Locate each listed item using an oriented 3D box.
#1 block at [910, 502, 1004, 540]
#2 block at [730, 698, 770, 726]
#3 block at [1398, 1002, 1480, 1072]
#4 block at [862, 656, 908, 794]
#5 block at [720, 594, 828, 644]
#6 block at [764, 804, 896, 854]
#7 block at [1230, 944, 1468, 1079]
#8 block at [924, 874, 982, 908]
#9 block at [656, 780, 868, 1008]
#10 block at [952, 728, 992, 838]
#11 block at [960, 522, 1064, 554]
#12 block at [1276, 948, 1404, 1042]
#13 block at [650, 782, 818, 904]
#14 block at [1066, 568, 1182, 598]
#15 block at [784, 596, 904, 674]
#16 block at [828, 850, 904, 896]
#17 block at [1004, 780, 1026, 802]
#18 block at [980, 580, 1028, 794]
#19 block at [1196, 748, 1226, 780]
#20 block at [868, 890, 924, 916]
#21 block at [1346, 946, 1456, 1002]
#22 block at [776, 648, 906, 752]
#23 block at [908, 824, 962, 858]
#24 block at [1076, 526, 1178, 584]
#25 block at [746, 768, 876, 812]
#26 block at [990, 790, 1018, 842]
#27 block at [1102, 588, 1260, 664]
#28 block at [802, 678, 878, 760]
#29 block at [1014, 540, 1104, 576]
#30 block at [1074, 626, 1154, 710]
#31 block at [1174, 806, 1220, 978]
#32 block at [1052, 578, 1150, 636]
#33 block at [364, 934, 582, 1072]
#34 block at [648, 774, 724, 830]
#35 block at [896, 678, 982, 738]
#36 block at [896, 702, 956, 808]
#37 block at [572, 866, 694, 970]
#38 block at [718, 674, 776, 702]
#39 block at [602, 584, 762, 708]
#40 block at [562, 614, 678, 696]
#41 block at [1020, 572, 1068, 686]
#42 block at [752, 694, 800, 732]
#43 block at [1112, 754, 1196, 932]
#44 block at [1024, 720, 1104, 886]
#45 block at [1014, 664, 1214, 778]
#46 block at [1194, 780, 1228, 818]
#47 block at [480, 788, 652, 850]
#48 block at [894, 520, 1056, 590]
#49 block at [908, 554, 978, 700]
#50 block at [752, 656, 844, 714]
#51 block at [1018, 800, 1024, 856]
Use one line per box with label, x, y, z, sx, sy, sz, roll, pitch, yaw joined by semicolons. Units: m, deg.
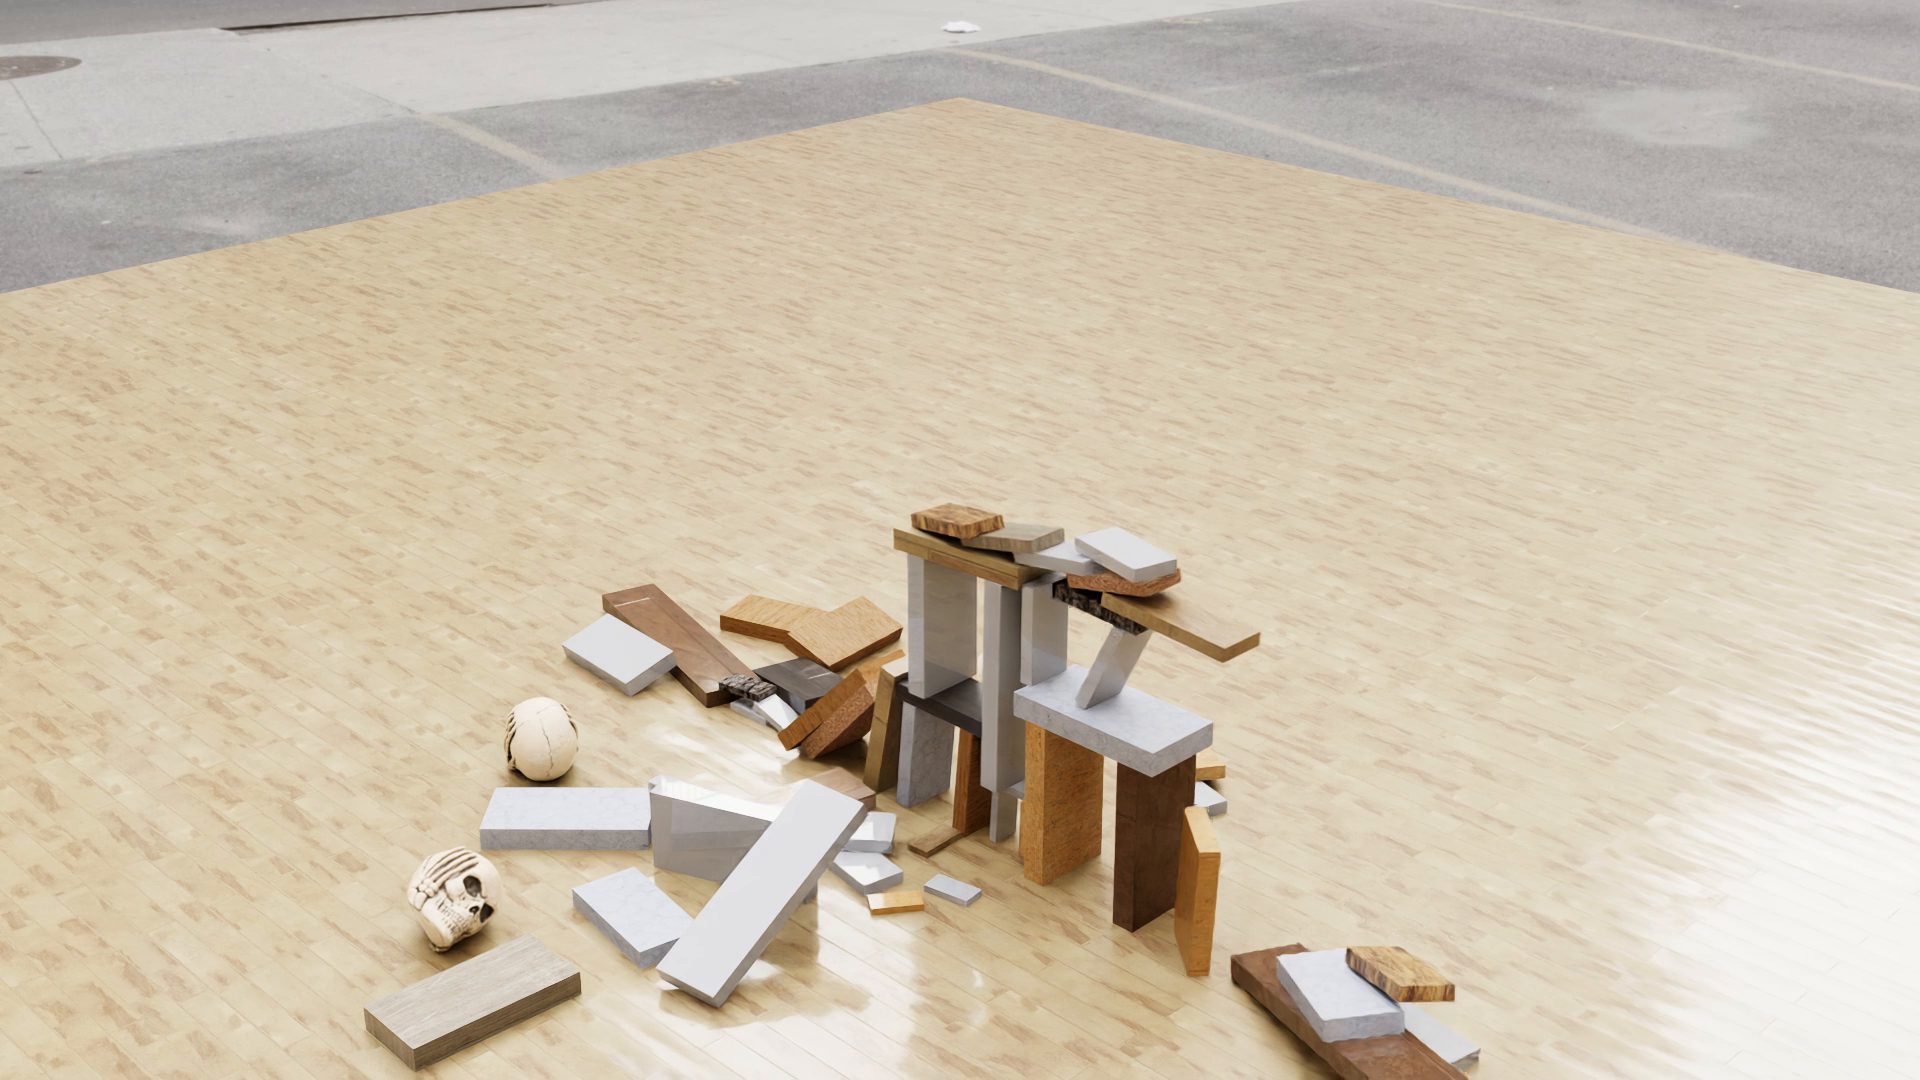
block;-0.006;-0.037;4.168;0.090;0.025;0.180;-17;17;-32
block;-0.445;0.376;4.854;0.119;0.017;0.059;21;31;40
block;0.773;0.844;3.735;0.099;0.028;0.198;-15;27;-32
block;-0.112;0.368;4.509;0.149;0.298;0.042;-21;42;-40
block;-0.422;0.197;5.247;0.271;0.038;0.135;11;26;25
block;-0.273;0.565;4.308;0.288;0.028;0.099;4;26;3
block;0.644;0.811;3.632;0.136;0.039;0.659;-7;12;-16
block;-0.014;0.665;4.175;0.100;0.014;0.050;15;27;32
block;-0.353;0.632;3.971;0.132;0.037;0.462;20;54;29
block;0.046;0.461;4.363;0.034;0.241;0.121;26;34;37
block;0.097;-0.006;4.096;0.180;0.026;0.090;6;20;43
block;0.635;0.760;3.689;0.136;0.039;0.272;-5;12;-7
block;-0.432;0.576;4.191;0.334;0.165;0.047;10;25;22
block;0.293;0.067;3.932;0.092;0.026;0.192;-21;18;-39
block;-0.270;0.224;5.128;0.134;0.038;0.267;36;38;23
block;-0.197;0.626;4.252;0.090;0.025;0.180;-16;28;-32
block;0.123;0.481;4.297;0.060;0.017;0.120;-21;31;-40
block;0.112;0.261;4.226;0.152;0.443;0.043;-21;32;-40
block;0.479;0.457;4.612;0.099;0.028;0.198;-4;15;-10
block;-0.121;0.682;4.135;0.100;0.014;0.050;-4;23;-9
block;0.732;0.723;3.668;0.099;0.028;0.198;2;8;-17
block;-0.244;0.339;4.636;0.149;0.298;0.042;-21;75;-51
block;-0.049;0.594;4.343;0.050;0.014;0.105;19;29;37
block;0.295;0.025;3.918;0.092;0.026;0.184;-14;25;-28
block;-0.318;0.539;4.441;0.267;0.038;0.134;-16;28;-32
block;0.088;0.533;4.349;0.017;0.120;0.060;25;33;37
block;0.386;0.138;3.861;0.099;0.028;0.280;-21;34;-40
block;-0.201;0.359;4.602;0.149;0.298;0.042;-21;74;-40
block;0.194;0.029;4.021;0.092;0.026;0.185;-19;19;-38
block;0.286;0.218;4.009;0.100;0.200;0.028;-21;57;-41
block;0.421;0.627;3.919;0.039;0.272;0.136;-2;28;-6
block;0.275;0.110;3.976;0.200;0.028;0.100;24;33;38
block;-0.843;0.799;3.818;0.330;0.047;0.165;-20;30;-39
block;-0.490;0.555;4.283;0.264;0.132;0.037;14;27;29
block;0.000;0.316;4.349;0.121;0.034;0.241;-21;31;-40
block;-0.067;0.417;4.466;0.121;0.241;0.034;-21;37;-41
block;-0.597;0.697;4.070;0.132;0.037;0.264;-16;28;-33
block;-0.470;0.326;4.865;0.119;0.017;0.059;14;26;35
block;-0.658;0.240;5.145;0.135;0.038;0.611;-13;26;-28
block;-0.782;0.262;5.046;0.135;0.038;0.271;-35;38;-28
block;0.159;0.165;4.123;0.028;0.200;0.100;21;31;40
block;-0.392;0.383;4.802;0.059;0.017;0.119;-19;42;-39
block;0.359;0.538;4.059;0.048;0.339;0.170;21;31;40
block;0.200;0.476;4.205;0.048;0.339;0.170;21;31;41
block;0.280;0.329;4.055;0.339;0.048;0.170;21;31;41
block;0.431;0.542;4.448;0.198;0.028;0.099;-13;26;-27
block;-0.776;0.556;4.391;0.330;0.047;0.165;0;23;0
block;0.038;0.012;4.188;0.304;0.043;0.152;18;29;36
block;-0.033;0.145;4.318;0.043;0.304;0.152;20;30;39
block;-0.345;0.325;4.897;0.134;0.038;0.267;-13;18;-29
block;0.143;0.555;4.298;0.060;0.120;0.017;-21;33;-41
